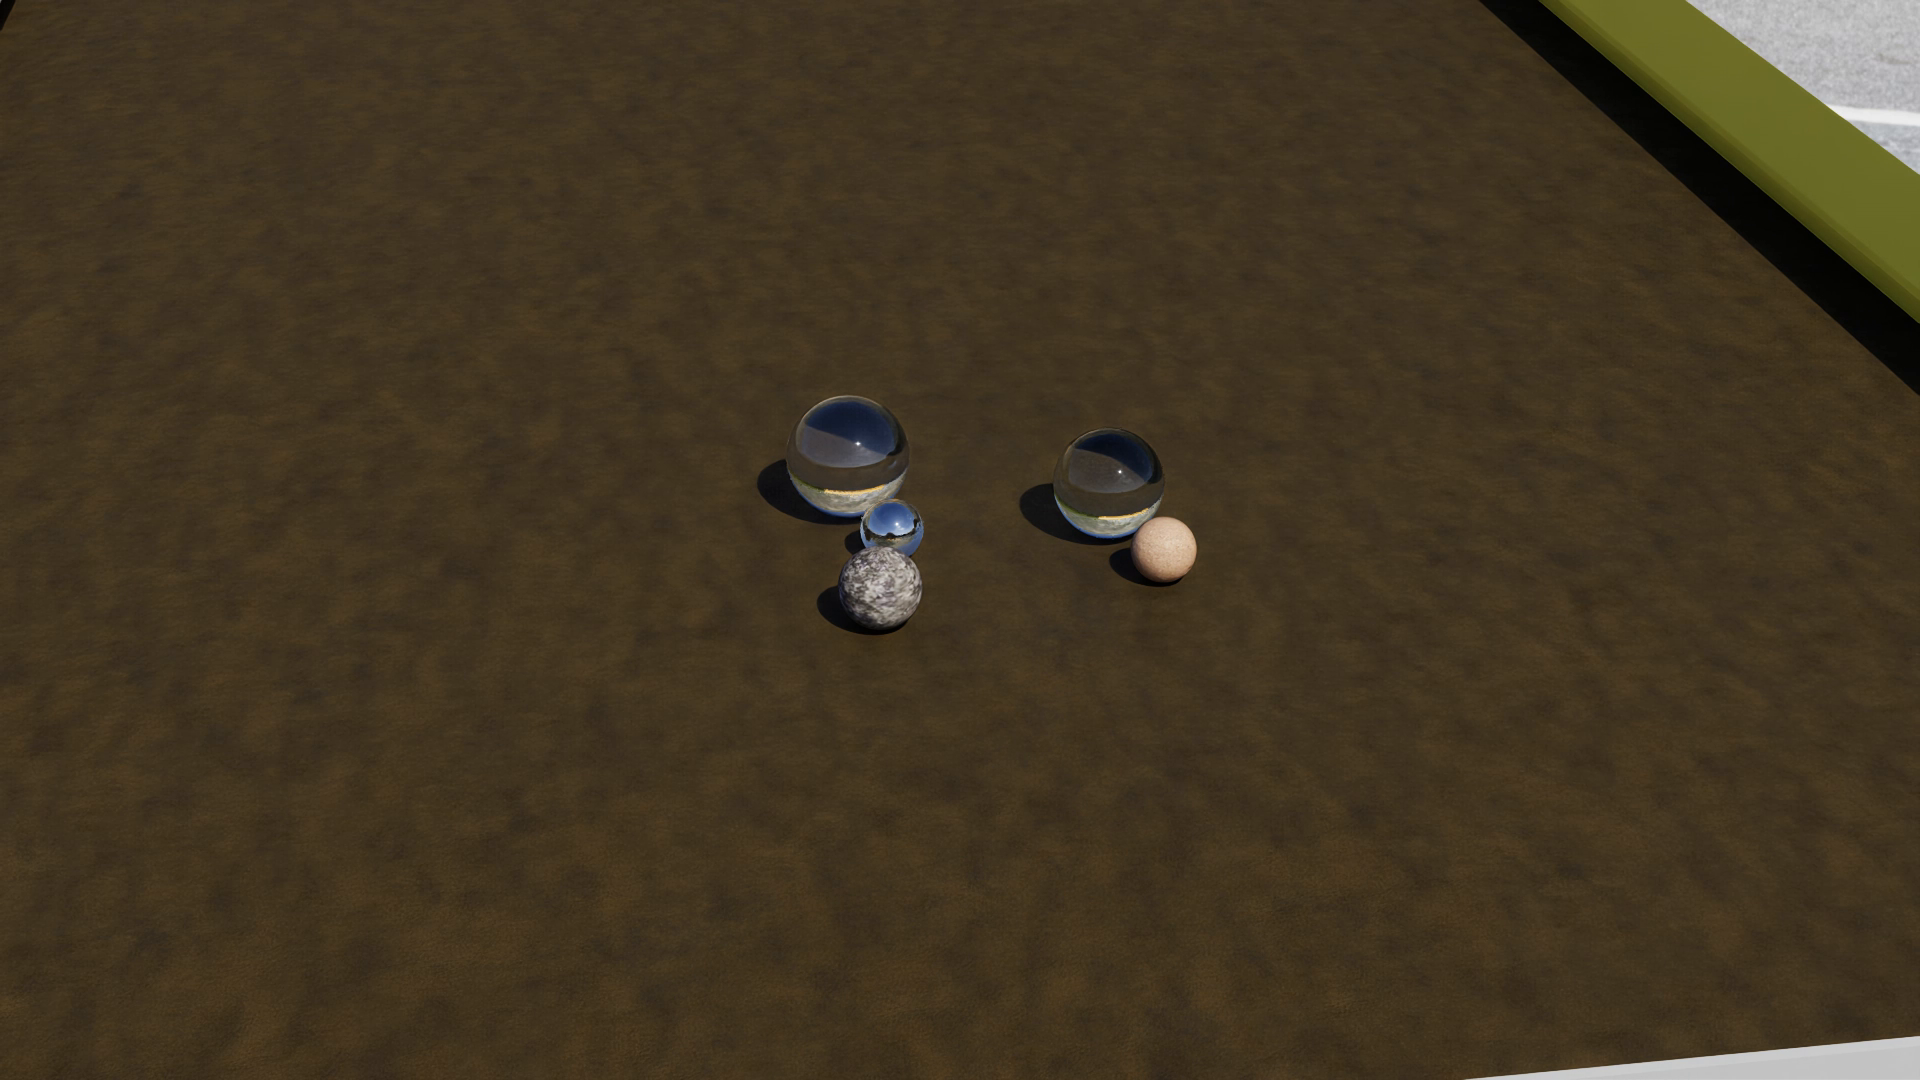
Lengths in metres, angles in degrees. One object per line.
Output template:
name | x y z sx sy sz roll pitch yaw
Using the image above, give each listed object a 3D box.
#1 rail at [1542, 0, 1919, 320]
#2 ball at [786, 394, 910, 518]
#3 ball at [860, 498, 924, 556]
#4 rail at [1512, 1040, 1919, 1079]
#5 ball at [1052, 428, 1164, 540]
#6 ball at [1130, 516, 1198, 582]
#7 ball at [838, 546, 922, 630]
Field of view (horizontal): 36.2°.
rail | 0.684 -0.393 2.662 0.045 0.110 2.877 -4 27 -8
ball | -0.077 -0.057 2.015 0.085 0.085 0.085 0 26 0
ball | -0.045 -0.007 1.961 0.042 0.042 0.042 0 26 0
rail | 0.106 0.282 1.300 1.652 0.110 0.045 -4 27 -8
ball | 0.100 -0.038 1.987 0.076 0.076 0.076 0 26 0
ball | 0.134 0.006 1.933 0.044 0.044 0.044 0 26 0
ball | -0.051 0.030 1.873 0.054 0.054 0.054 0 26 0
